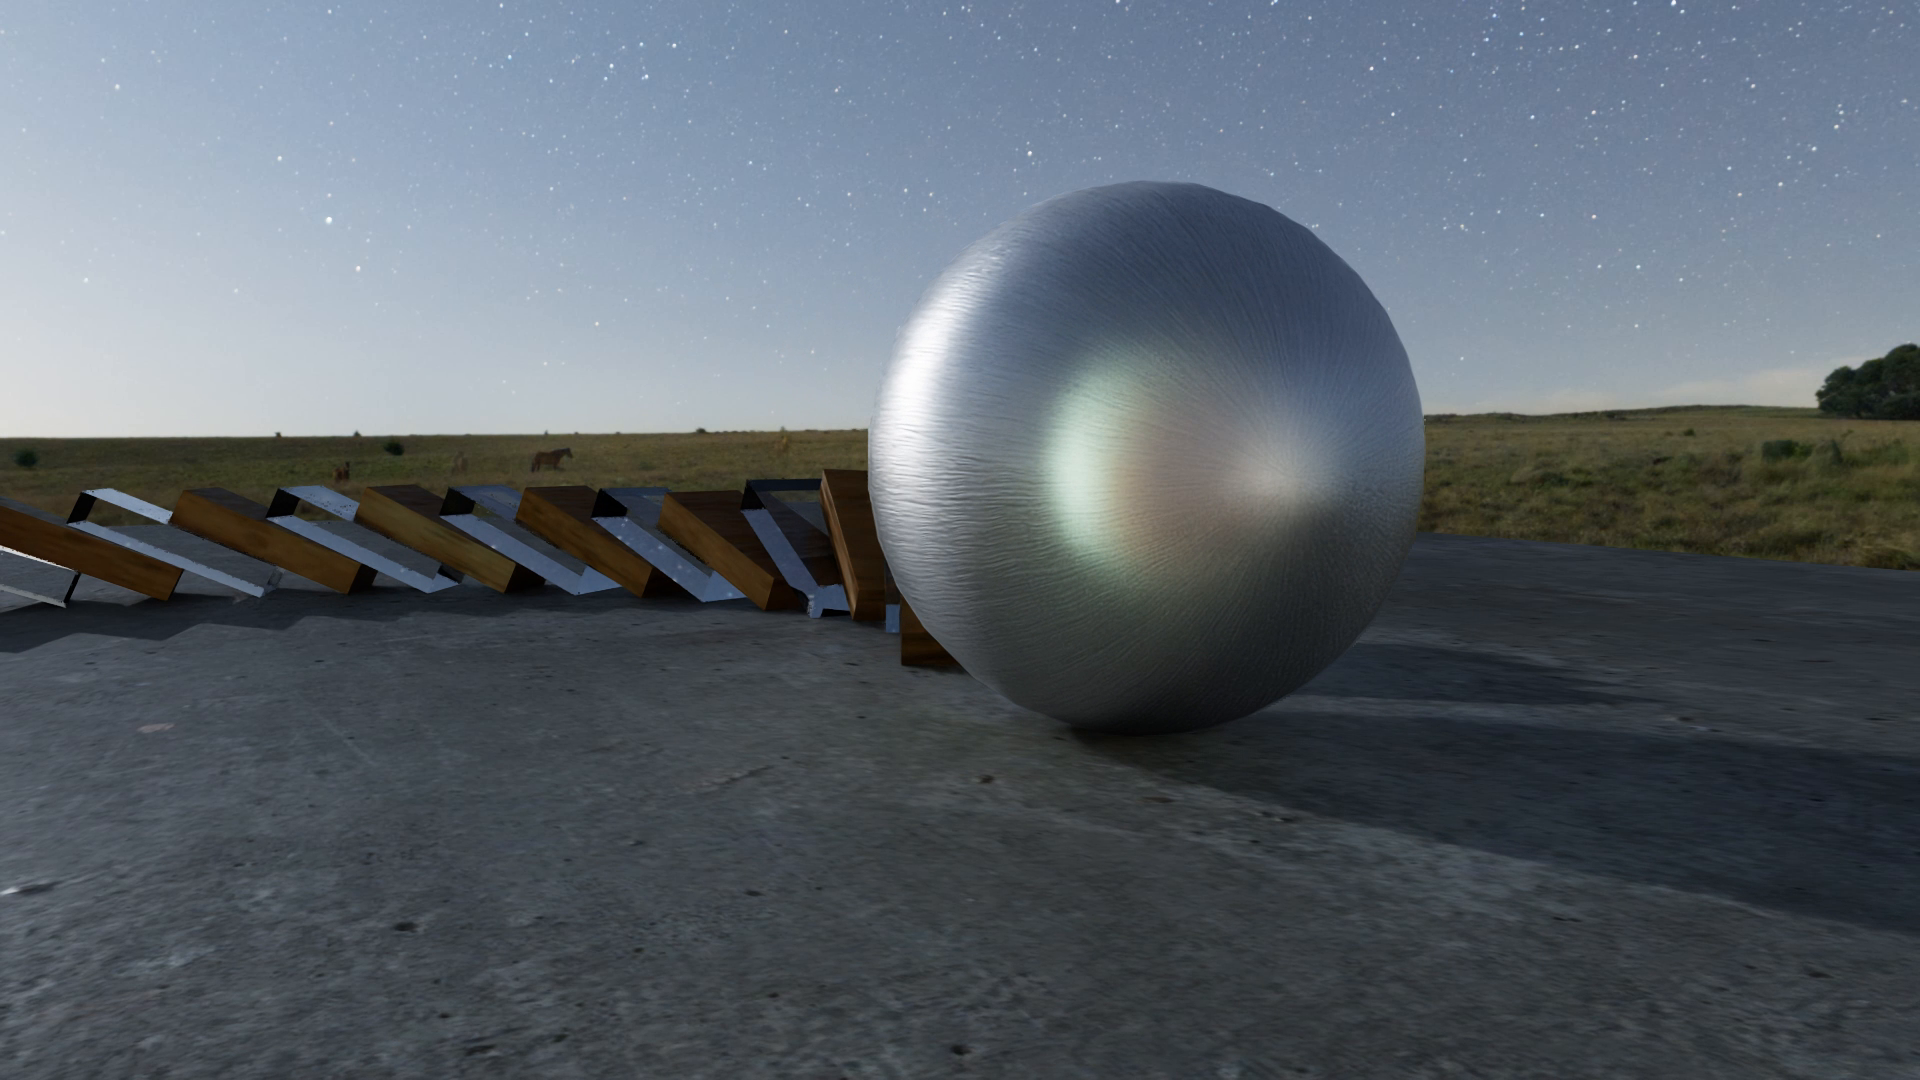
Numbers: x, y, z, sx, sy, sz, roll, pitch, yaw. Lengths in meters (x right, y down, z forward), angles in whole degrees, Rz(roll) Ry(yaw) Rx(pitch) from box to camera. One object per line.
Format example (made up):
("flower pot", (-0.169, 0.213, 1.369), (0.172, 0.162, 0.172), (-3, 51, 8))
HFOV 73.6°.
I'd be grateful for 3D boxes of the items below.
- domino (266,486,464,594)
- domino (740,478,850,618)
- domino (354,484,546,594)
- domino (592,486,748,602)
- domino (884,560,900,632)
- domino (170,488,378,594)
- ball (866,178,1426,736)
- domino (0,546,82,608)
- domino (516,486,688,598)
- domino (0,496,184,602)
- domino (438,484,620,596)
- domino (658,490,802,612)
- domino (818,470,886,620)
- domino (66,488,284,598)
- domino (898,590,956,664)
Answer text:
("domino", (-0.172, -0.001, 0.376), (0.050, 0.010, 0.025), (25, 4, -3))
("domino", (-0.036, 0.001, 0.335), (0.025, 0.009, 0.050), (-3, 35, -32))
("domino", (-0.148, -0.001, 0.379), (0.050, 0.009, 0.025), (26, 7, 5))
("domino", (-0.078, 0.000, 0.363), (0.050, 0.009, 0.025), (32, 20, 30))
("domino", (-0.006, 0.000, 0.305), (0.025, 0.009, 0.050), (0, 46, -4))
("domino", (-0.196, 0.000, 0.370), (0.050, 0.010, 0.025), (25, 0, -11))
("ball", (0.026, -0.012, 0.189), (0.080, 0.080, 0.080), (0, 4, 0))
("domino", (-0.257, 0.004, 0.330), (0.050, 0.009, 0.025), (25, -12, -35))
("domino", (-0.101, 0.000, 0.372), (0.050, 0.010, 0.025), (29, 15, 21))
("domino", (-0.238, 0.002, 0.346), (0.050, 0.010, 0.025), (26, -8, -27))
("domino", (-0.124, -0.001, 0.377), (0.050, 0.009, 0.025), (28, 12, 14))
("domino", (-0.057, 0.002, 0.349), (0.050, 0.010, 0.025), (34, 25, 35))
("domino", (-0.019, 0.000, 0.322), (0.025, 0.009, 0.050), (1, 37, -18))
("domino", (-0.218, 0.001, 0.360), (0.050, 0.010, 0.025), (25, -4, -19))
("domino", (0.000, 0.003, 0.262), (0.025, 0.009, 0.050), (0, 46, -4))
